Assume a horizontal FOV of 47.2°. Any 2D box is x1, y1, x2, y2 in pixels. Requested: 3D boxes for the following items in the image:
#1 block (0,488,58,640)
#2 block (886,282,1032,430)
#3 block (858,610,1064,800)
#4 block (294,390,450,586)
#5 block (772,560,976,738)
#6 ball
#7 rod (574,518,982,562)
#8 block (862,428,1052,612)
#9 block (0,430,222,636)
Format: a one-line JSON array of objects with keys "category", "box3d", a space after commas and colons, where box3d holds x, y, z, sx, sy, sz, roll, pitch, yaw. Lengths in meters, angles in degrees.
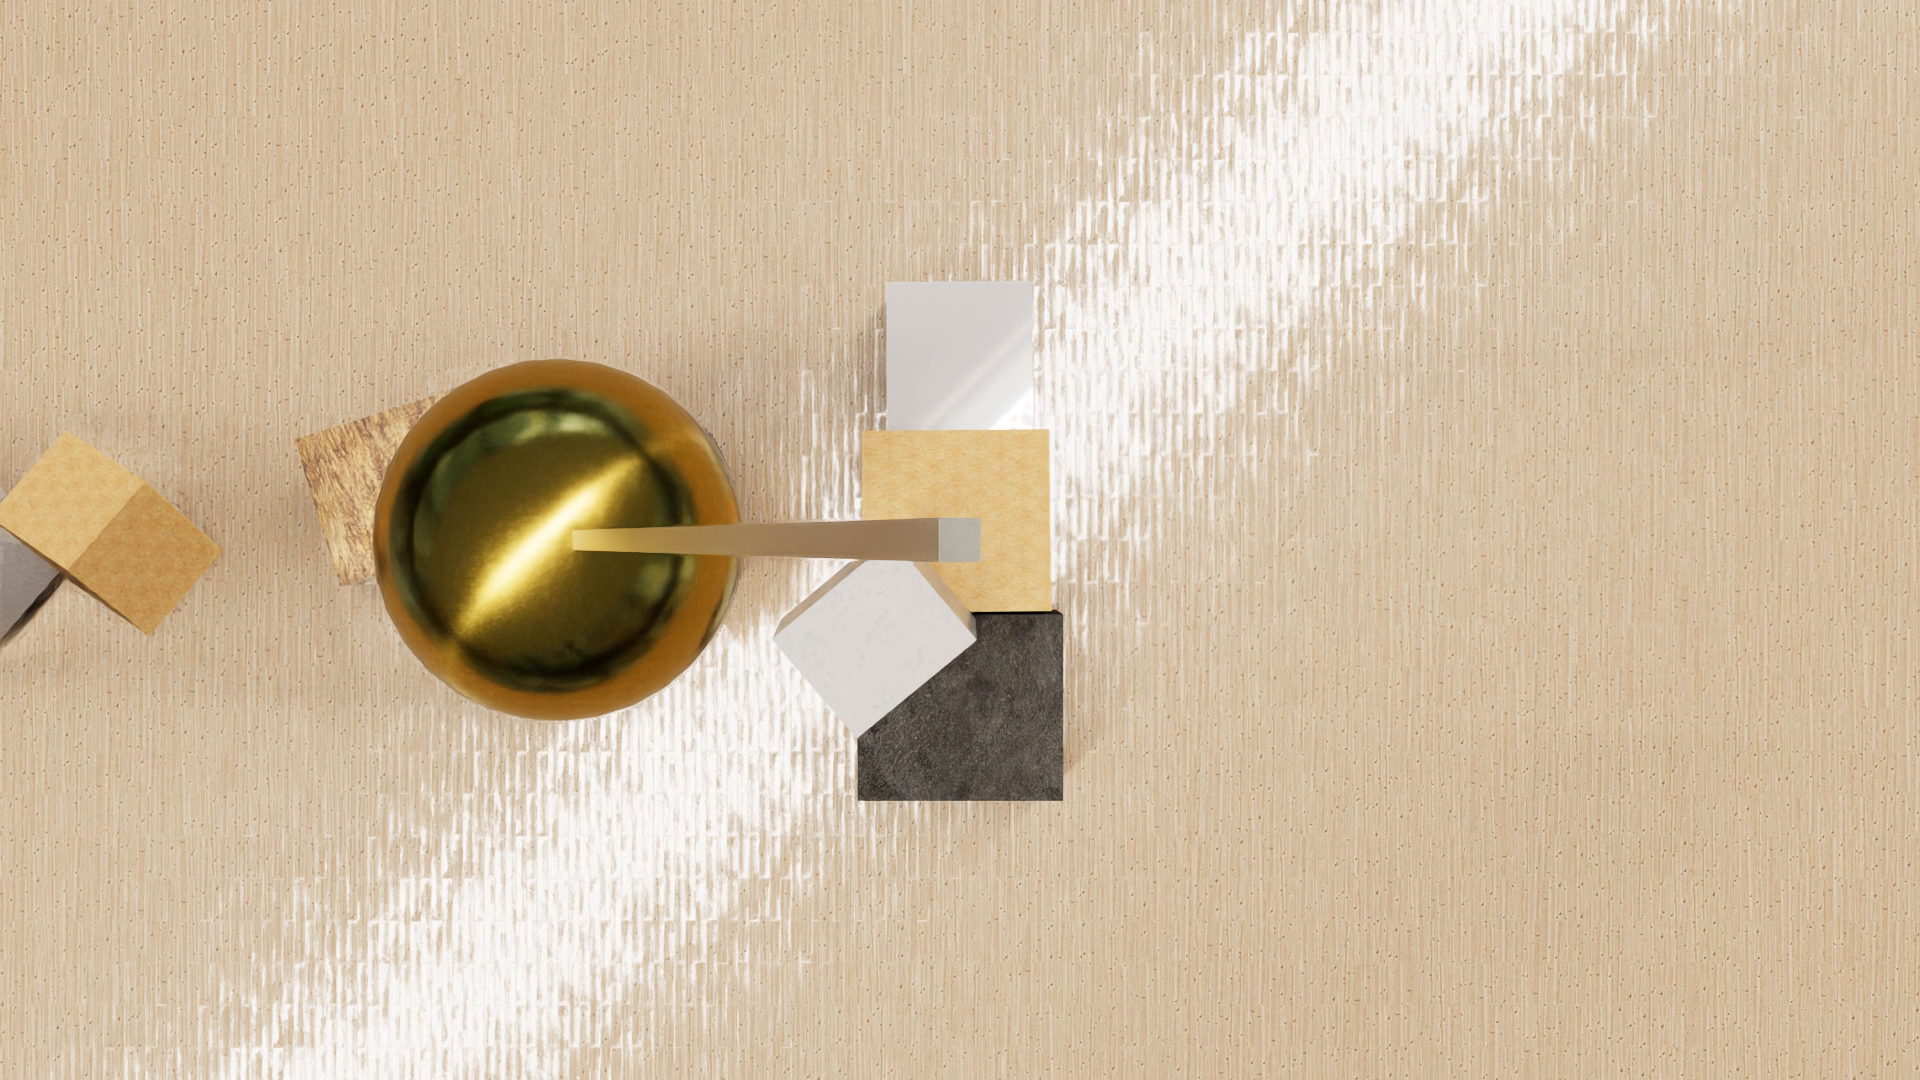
[{"category": "block", "box3d": [-5.740, 0.110, 12.597, 0.695, 0.648, 0.729, 41, 90, 15]}, {"category": "block", "box3d": [-0.002, -1.025, 12.624, 0.813, 0.752, 0.831, 0, 90, 0]}, {"category": "block", "box3d": [0.002, 0.923, 12.551, 1.133, 0.897, 1.026, 0, 90, 0]}, {"category": "block", "box3d": [-3.064, -0.301, 12.570, 1.017, 0.859, 0.851, -17, 90, 0]}, {"category": "block", "box3d": [-0.444, 0.471, 11.698, 0.811, 0.682, 0.682, -40, 96, 5]}, {"category": "ball", "box3d": [-1.763, 0.000, 9.689, 1.600, 1.600, 1.600, 0, 90, 0]}, {"category": "rod", "box3d": [-0.764, 0.000, 6.439, 0.080, 5.200, 0.080, 0, 90, -17]}, {"category": "block", "box3d": [-0.019, -0.105, 12.516, 1.028, 0.967, 0.996, -1, 90, 0]}, {"category": "block", "box3d": [-4.525, -0.034, 11.678, 0.711, 0.720, 0.590, 27, 71, 30]}]
